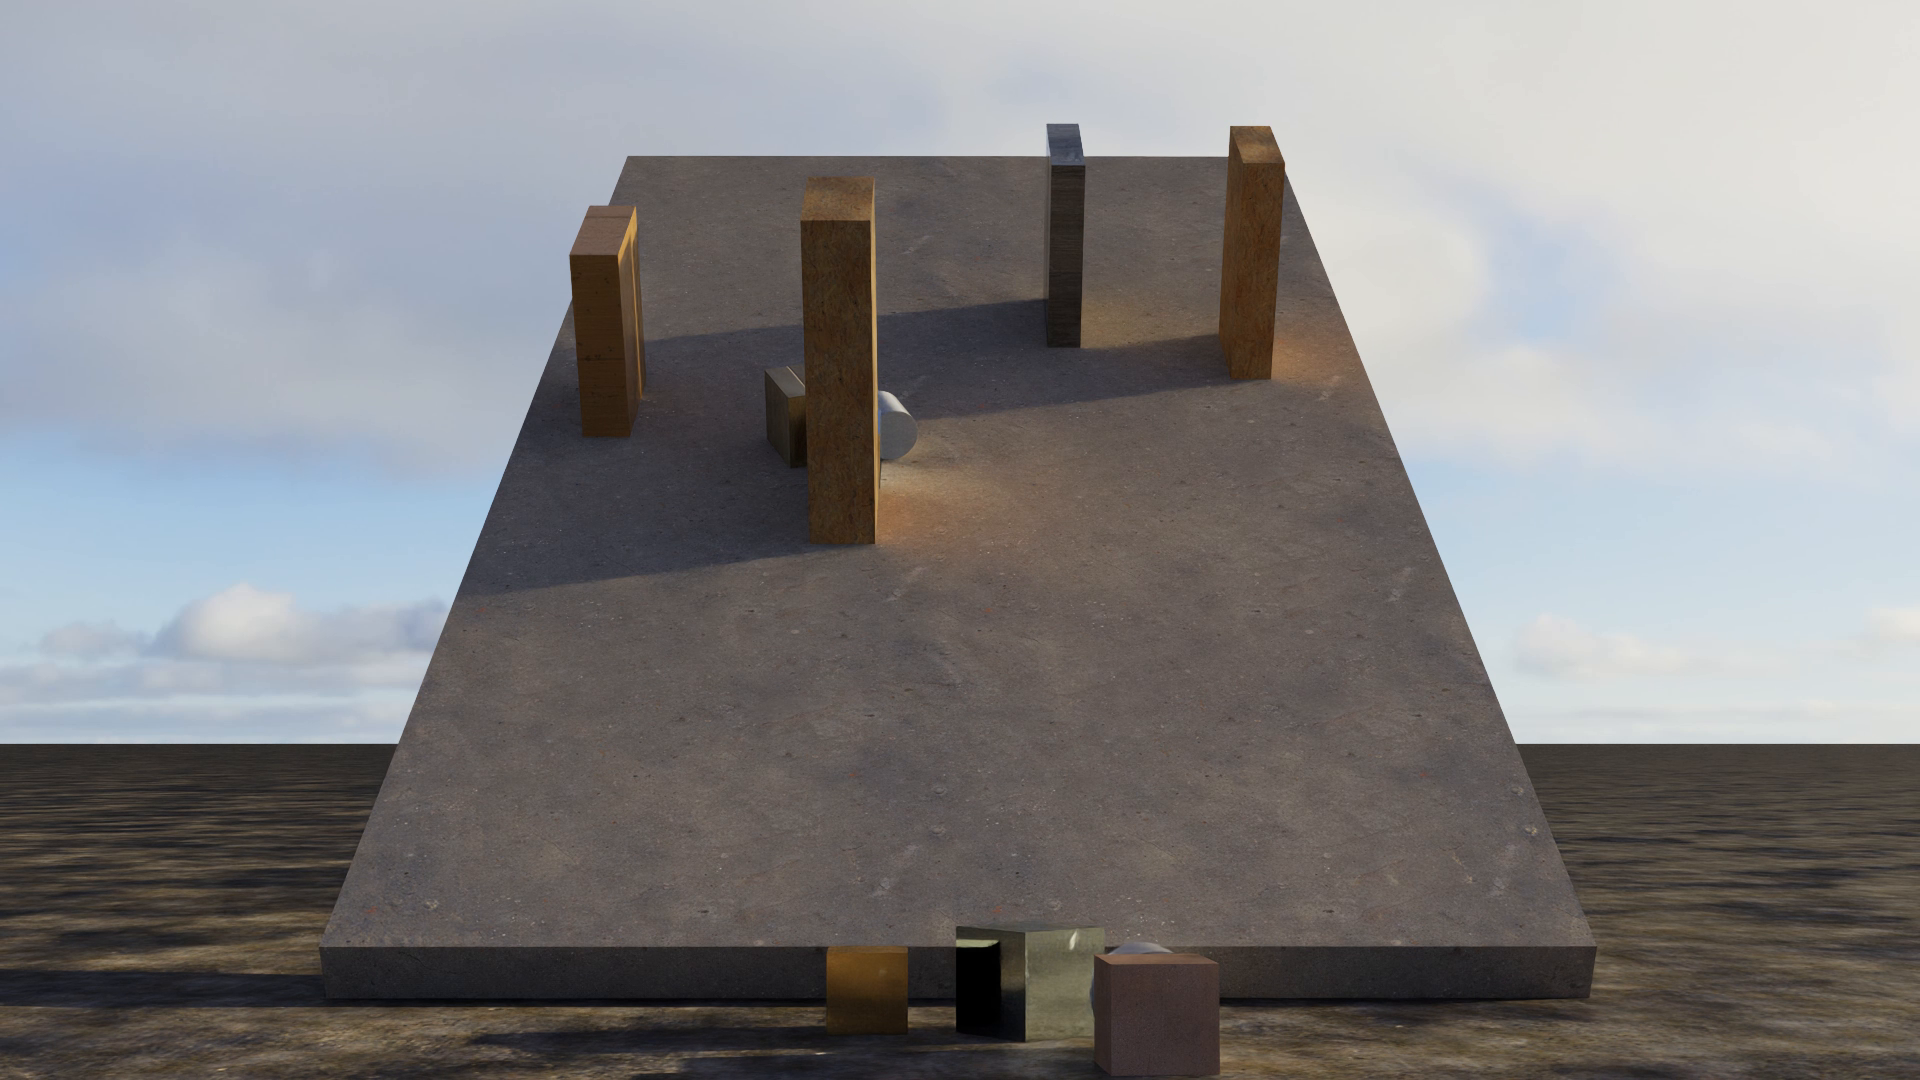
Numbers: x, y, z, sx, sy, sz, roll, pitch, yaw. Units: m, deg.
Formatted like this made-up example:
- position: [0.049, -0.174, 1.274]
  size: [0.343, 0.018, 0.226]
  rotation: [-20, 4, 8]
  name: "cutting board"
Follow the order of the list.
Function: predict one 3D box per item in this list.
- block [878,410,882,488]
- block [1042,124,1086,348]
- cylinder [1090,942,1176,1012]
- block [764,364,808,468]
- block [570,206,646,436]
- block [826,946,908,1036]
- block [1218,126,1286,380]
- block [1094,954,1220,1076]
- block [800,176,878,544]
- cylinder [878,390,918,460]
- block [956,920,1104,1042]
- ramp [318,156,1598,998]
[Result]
- position: [-0.239, -0.200, 5.208]
  size: [0.129, 0.129, 0.129]
  rotation: [0, 27, 0]
  name: "block"
- position: [0.259, -0.766, 5.946]
  size: [0.081, 0.471, 0.339]
  rotation: [0, 27, 0]
  name: "block"
- position: [0.249, 0.602, 3.105]
  size: [0.138, 0.138, 0.138]
  rotation: [0, -5, -6]
  name: "cylinder"
- position: [-0.329, -0.285, 5.329]
  size: [0.171, 0.171, 0.171]
  rotation: [-10, 29, -19]
  name: "block"
- position: [-0.808, -0.507, 5.466]
  size: [0.107, 0.439, 0.333]
  rotation: [0, 27, 0]
  name: "block"
- position: [-0.130, 0.635, 3.345]
  size: [0.113, 0.113, 0.113]
  rotation: [0, -5, -2]
  name: "block"
- position: [0.703, -0.696, 5.734]
  size: [0.097, 0.541, 0.292]
  rotation: [0, 27, 0]
  name: "block"
- position: [0.245, 0.592, 2.968]
  size: [0.134, 0.134, 0.134]
  rotation: [0, -5, -6]
  name: "block"
- position: [-0.244, -0.368, 4.900]
  size: [0.137, 0.708, 0.267]
  rotation: [0, 27, 0]
  name: "block"
- position: [-0.169, -0.258, 5.336]
  size: [0.118, 0.118, 0.118]
  rotation: [2, 25, -22]
  name: "cylinder"
- position: [0.098, 0.615, 3.314]
  size: [0.147, 0.147, 0.147]
  rotation: [4, -6, -40]
  name: "block"
- position: [-0.011, -0.227, 5.514]
  size: [2.000, 0.100, 4.000]
  rotation: [0, 27, 0]
  name: "ramp"
